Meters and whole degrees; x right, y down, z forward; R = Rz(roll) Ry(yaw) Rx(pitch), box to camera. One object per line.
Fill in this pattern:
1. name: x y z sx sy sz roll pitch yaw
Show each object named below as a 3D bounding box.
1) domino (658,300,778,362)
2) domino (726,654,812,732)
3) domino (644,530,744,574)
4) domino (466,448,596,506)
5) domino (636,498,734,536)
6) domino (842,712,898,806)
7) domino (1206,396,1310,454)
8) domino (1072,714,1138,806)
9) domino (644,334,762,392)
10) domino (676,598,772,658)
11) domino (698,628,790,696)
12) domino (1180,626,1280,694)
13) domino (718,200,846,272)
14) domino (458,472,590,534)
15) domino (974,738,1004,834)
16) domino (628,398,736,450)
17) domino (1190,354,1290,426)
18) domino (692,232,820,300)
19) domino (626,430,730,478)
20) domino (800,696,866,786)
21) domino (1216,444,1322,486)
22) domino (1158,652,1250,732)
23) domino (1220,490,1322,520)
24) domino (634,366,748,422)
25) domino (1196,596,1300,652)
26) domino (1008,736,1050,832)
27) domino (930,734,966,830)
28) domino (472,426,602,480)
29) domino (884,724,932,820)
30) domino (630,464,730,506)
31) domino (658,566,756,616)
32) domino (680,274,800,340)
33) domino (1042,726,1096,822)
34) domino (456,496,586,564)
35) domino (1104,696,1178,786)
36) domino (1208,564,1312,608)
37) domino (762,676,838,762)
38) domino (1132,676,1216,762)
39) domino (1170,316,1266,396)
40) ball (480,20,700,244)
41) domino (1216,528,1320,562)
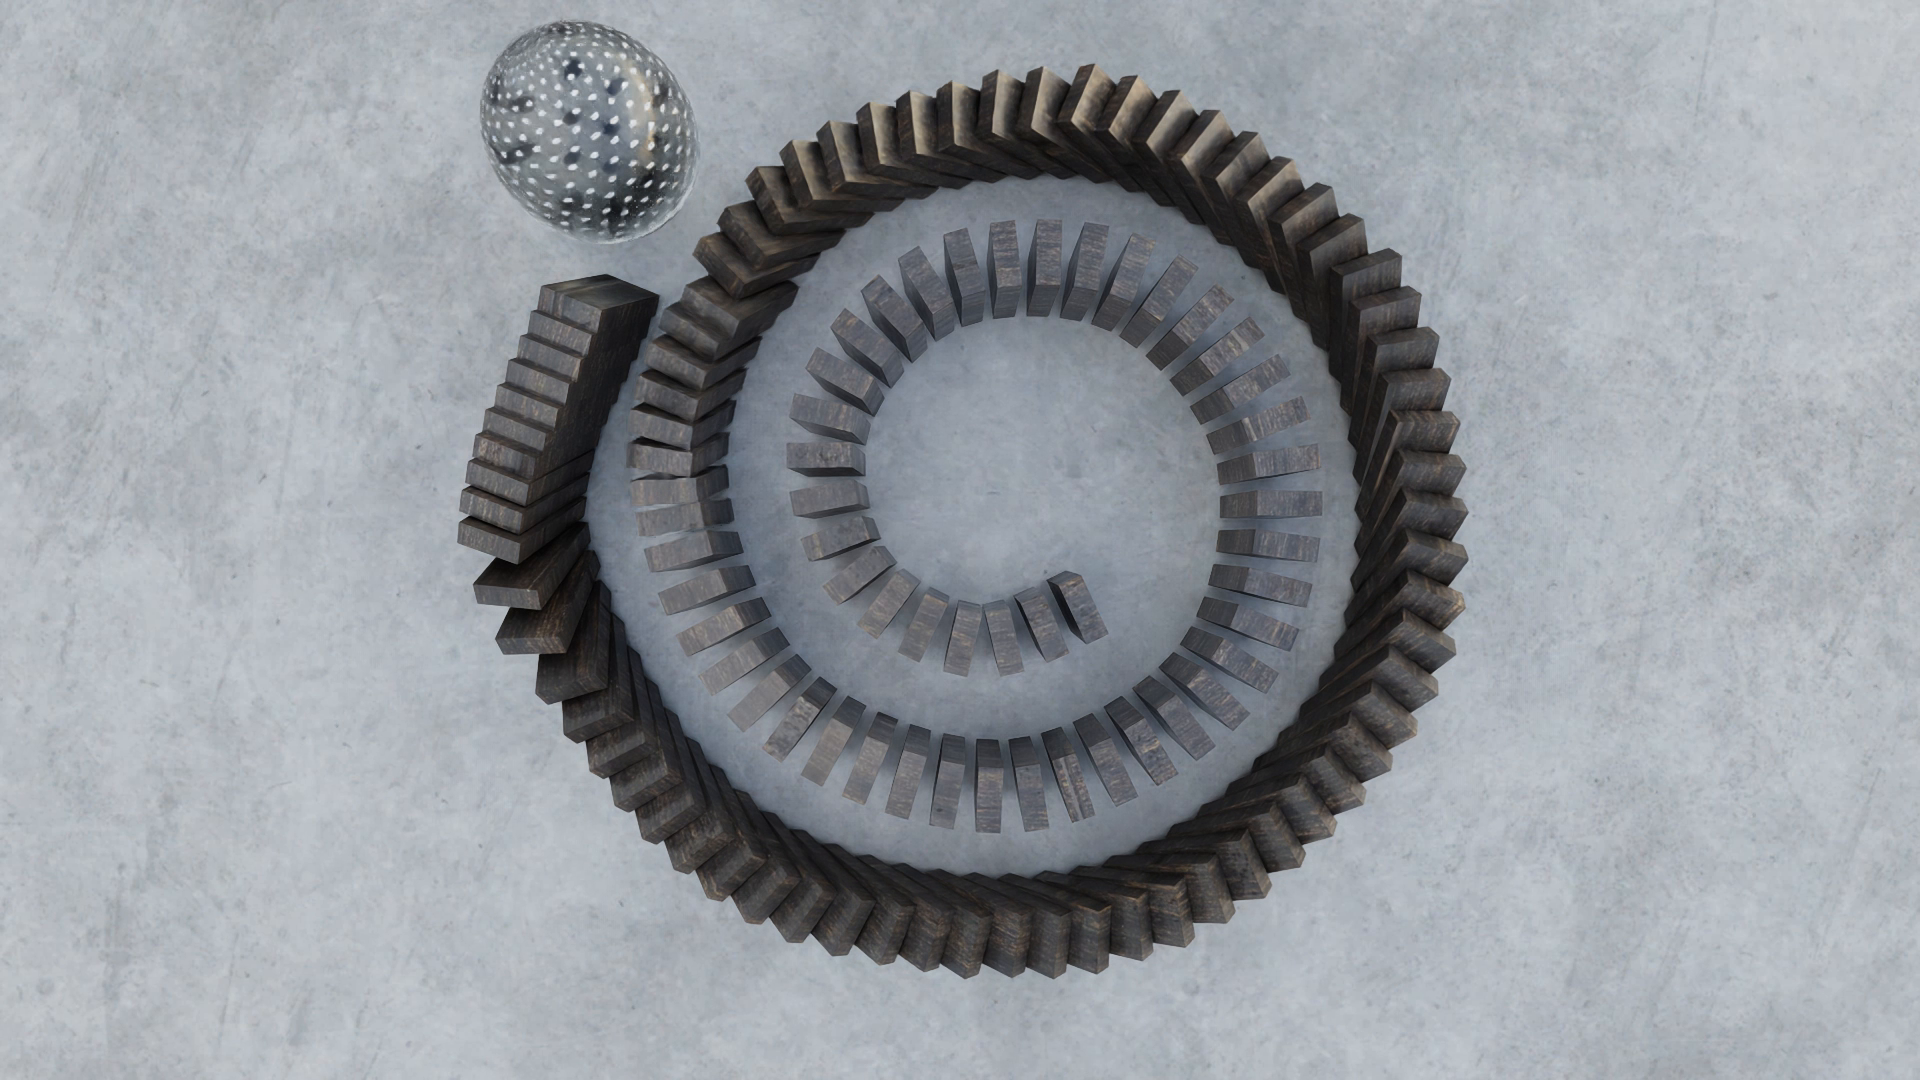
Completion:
1. domino: -0.098 -0.092 0.377 0.025 0.050 0.010 34 126 0
2. domino: -0.077 0.062 0.375 0.025 0.050 0.009 -43 90 0
3. domino: -0.108 0.005 0.375 0.025 0.050 0.009 -16 90 0
4. domino: -0.175 -0.031 0.375 0.025 0.050 0.010 22 113 0
5. domino: -0.111 -0.010 0.375 0.025 0.050 0.010 -9 94 0
6. domino: -0.036 0.088 0.375 0.010 0.050 0.025 23 90 0
7. domino: 0.121 -0.046 0.375 0.025 0.050 0.010 -22 90 0
8. domino: 0.059 0.089 0.375 0.009 0.050 0.025 -25 90 0
9. domino: -0.104 -0.078 0.376 0.025 0.050 0.009 28 121 0
10. domino: -0.095 0.035 0.375 0.025 0.050 0.010 -28 90 0
11. domino: -0.087 0.049 0.375 0.025 0.050 0.009 -34 90 0
12. domino: 0.109 0.048 0.375 0.025 0.050 0.009 32 90 0
13. domino: -0.073 -0.129 0.379 0.025 0.050 0.010 51 134 0
14. domino: -0.177 -0.020 0.375 0.025 0.050 0.009 22 114 0
15. domino: 0.011 0.099 0.375 0.009 0.050 0.025 3 90 0
16. domino: -0.112 -0.051 0.375 0.025 0.050 0.010 16 111 0
17. domino: 0.113 -0.061 0.375 0.025 0.050 0.009 -31 90 0
18. domino: -0.083 -0.118 0.378 0.025 0.050 0.009 46 132 0
19. domino: -0.114 -0.037 0.375 0.025 0.050 0.010 9 106 0
20. domino: -0.051 0.081 0.375 0.009 0.050 0.025 29 90 0
21. domino: 0.125 -0.030 0.375 0.025 0.050 0.009 -8 90 0
22. domino: 0.099 0.061 0.375 0.025 0.050 0.010 44 90 0
23. domino: 0.126 -0.014 0.375 0.025 0.050 0.010 1 90 0
24. domino: -0.109 -0.065 0.376 0.025 0.050 0.009 22 116 0
25. domino: 0.116 0.034 0.375 0.025 0.050 0.009 22 90 0
26. domino: 0.028 0.099 0.375 0.009 0.050 0.025 -9 90 0
27. domino: -0.005 0.097 0.375 0.009 0.050 0.025 11 90 0
28. domino: -0.172 -0.041 0.375 0.025 0.050 0.010 22 113 0
29. domino: -0.021 0.094 0.375 0.010 0.050 0.025 17 90 0
30. domino: -0.113 -0.023 0.375 0.025 0.050 0.009 -3 101 0
31. domino: -0.102 0.020 0.375 0.025 0.050 0.009 -22 90 0
32. domino: -0.090 -0.100 0.377 0.025 0.050 0.009 34 126 0
33. domino: 0.043 0.095 0.375 0.010 0.050 0.025 -18 90 0
34. domino: -0.178 -0.009 0.375 0.025 0.050 0.009 20 115 0
35. domino: 0.073 0.081 0.375 0.009 0.050 0.025 -31 90 0
36. domino: 0.121 0.018 0.375 0.025 0.050 0.009 15 90 0
37. domino: -0.065 0.072 0.375 0.009 0.050 0.025 36 90 0
38. domino: 0.087 0.072 0.375 0.009 0.050 0.025 -38 90 0
39. domino: 0.104 -0.074 0.375 0.025 0.050 0.009 -39 90 0
40. ball: -0.144 -0.158 0.360 0.080 0.080 0.080 0 90 0
41. domino: 0.125 0.002 0.375 0.025 0.050 0.010 8 90 0
